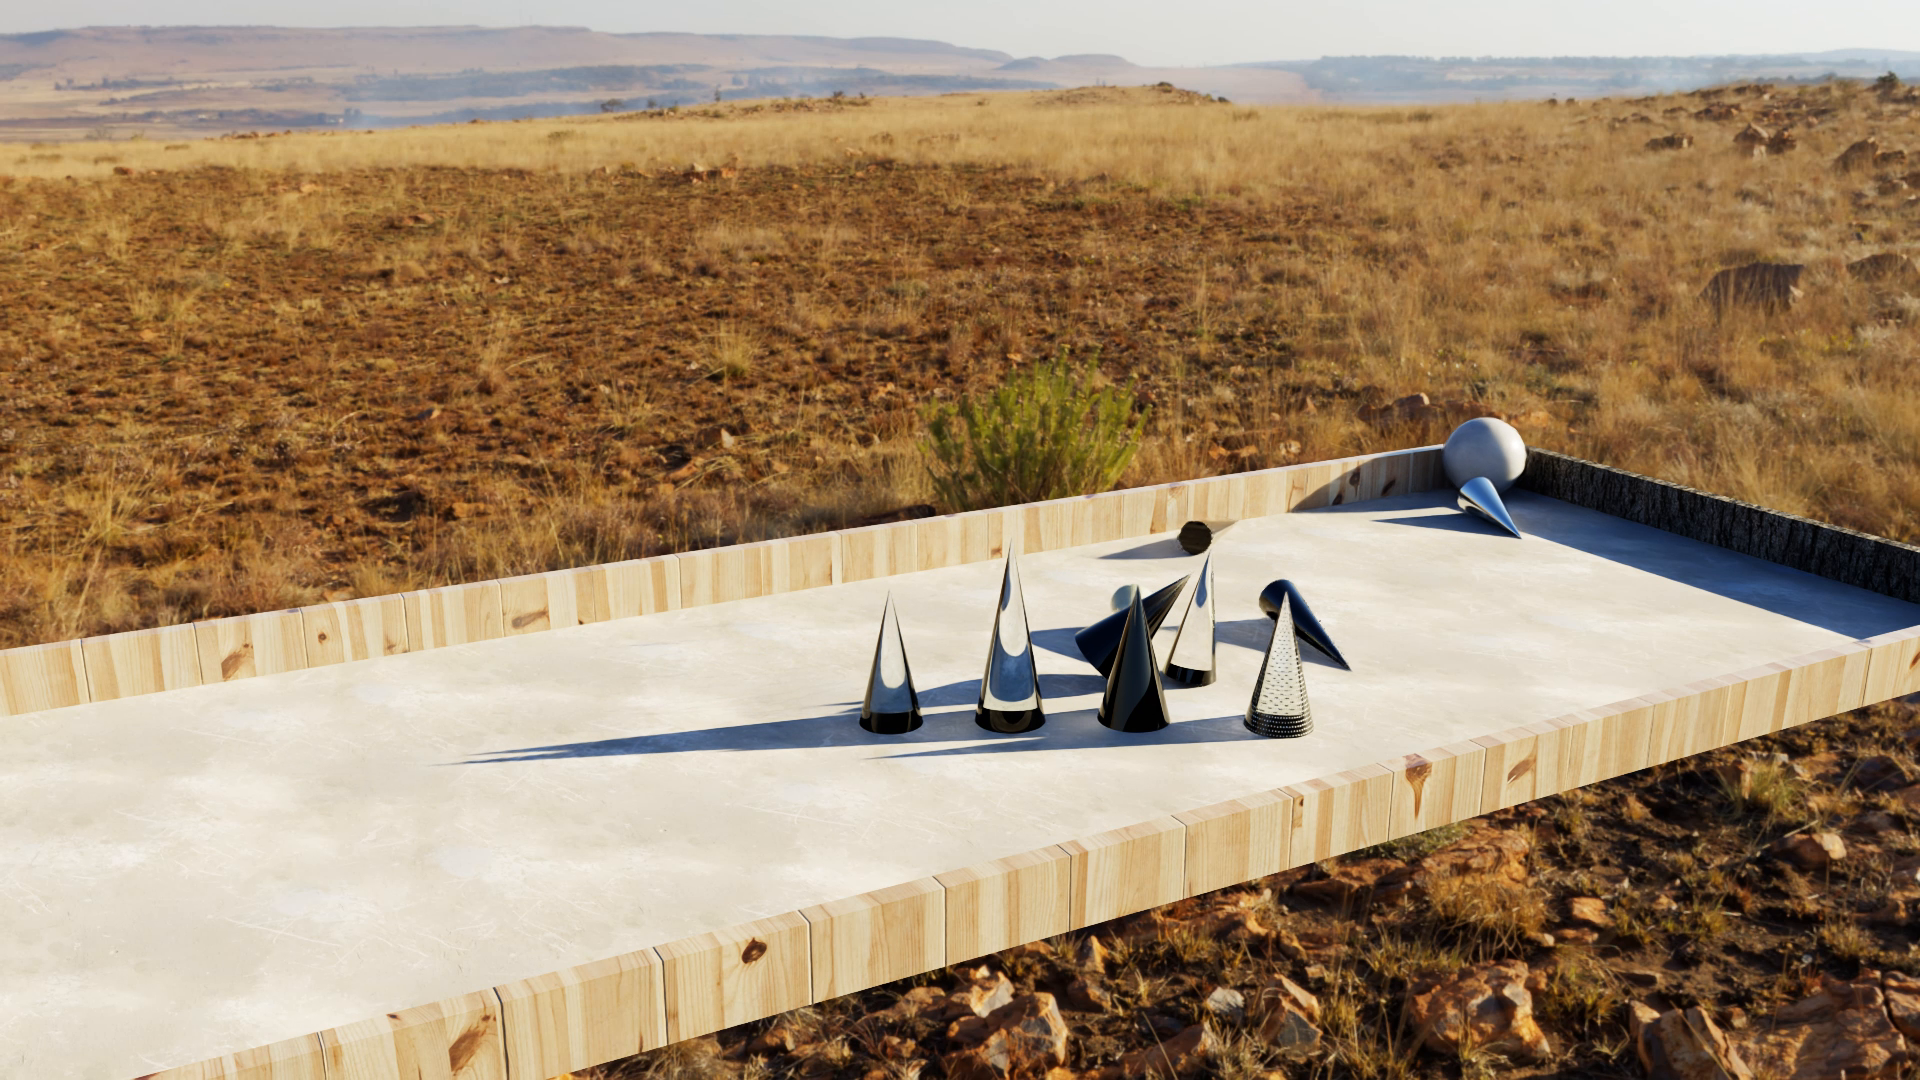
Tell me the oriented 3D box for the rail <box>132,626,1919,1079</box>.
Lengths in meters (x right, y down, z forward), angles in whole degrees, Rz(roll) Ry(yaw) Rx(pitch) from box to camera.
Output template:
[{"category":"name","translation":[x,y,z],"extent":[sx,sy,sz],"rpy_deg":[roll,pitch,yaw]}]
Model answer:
[{"category":"rail","translation":[-2.336,1.006,1.665],"extent":[12.000,0.150,0.050],"rpy_deg":[-9,18,-27]}]

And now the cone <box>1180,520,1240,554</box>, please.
[{"category":"cone","translation":[0.845,-0.037,5.386],"extent":[0.108,0.108,0.447],"rpy_deg":[8,11,27]}]

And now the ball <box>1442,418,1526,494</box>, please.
[{"category":"ball","translation":[1.861,-0.294,5.855],"extent":[0.282,0.282,0.282],"rpy_deg":[0,16,0]}]

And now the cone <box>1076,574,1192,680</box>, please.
[{"category":"cone","translation":[0.460,0.188,4.077],"extent":[0.177,0.323,0.177],"rpy_deg":[39,19,-16]}]

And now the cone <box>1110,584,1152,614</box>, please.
[{"category":"cone","translation":[0.453,0.263,4.351],"extent":[0.123,0.123,0.409],"rpy_deg":[2,25,6]}]

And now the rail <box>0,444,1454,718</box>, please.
[{"category":"rail","translation":[-3.305,0.497,3.399],"extent":[12.000,0.150,0.050],"rpy_deg":[-9,18,-27]}]

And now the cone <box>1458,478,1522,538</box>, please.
[{"category":"cone","translation":[1.798,-0.078,5.503],"extent":[0.134,0.134,0.332],"rpy_deg":[-3,28,-10]}]

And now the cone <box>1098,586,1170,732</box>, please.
[{"category":"cone","translation":[0.412,0.262,3.866],"extent":[0.173,0.337,0.173],"rpy_deg":[0,16,0]}]

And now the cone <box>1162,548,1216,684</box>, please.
[{"category":"cone","translation":[0.601,0.177,4.123],"extent":[0.138,0.339,0.138],"rpy_deg":[7,14,-2]}]

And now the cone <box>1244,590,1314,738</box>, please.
[{"category":"cone","translation":[0.749,0.273,3.829],"extent":[0.164,0.337,0.164],"rpy_deg":[0,16,0]}]

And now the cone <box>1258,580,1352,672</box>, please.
[{"category":"cone","translation":[0.944,0.250,4.399],"extent":[0.117,0.117,0.443],"rpy_deg":[-4,25,-15]}]

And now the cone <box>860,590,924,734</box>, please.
[{"category":"cone","translation":[-0.162,0.269,3.847],"extent":[0.152,0.334,0.152],"rpy_deg":[0,16,0]}]

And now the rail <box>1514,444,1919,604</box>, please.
[{"category":"rail","translation":[2.466,-0.048,5.253],"extent":[0.050,0.150,2.100],"rpy_deg":[-9,18,-27]}]

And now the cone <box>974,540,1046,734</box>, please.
[{"category":"cone","translation":[0.119,0.208,3.843],"extent":[0.168,0.454,0.168],"rpy_deg":[0,16,0]}]
